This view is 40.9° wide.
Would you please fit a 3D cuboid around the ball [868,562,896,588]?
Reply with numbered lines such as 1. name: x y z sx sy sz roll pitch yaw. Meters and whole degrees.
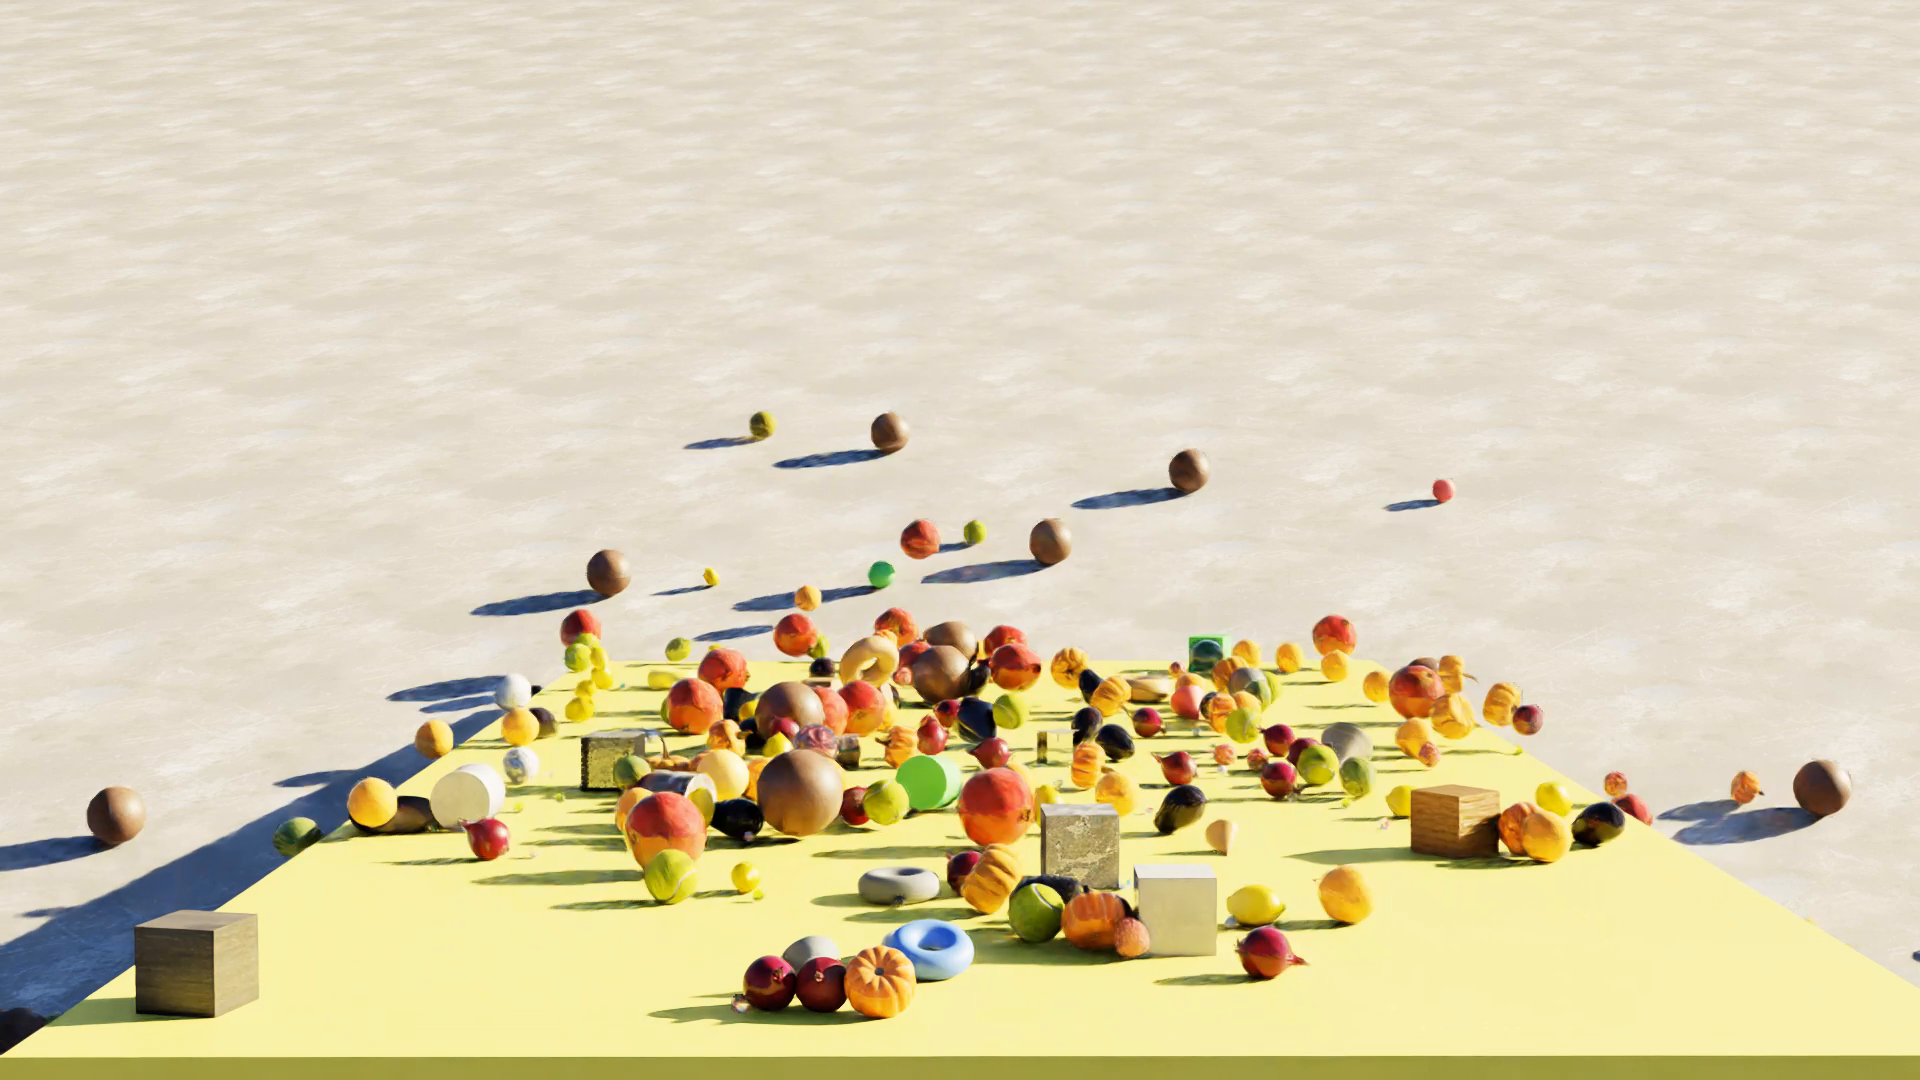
1. ball: -0.220 0.098 7.201 0.077 0.077 0.077 0 22 0

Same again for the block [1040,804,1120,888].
1. block: 0.161 0.412 3.465 0.098 0.098 0.098 0 3 -3

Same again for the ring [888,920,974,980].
1. ring: -0.033 0.462 2.899 0.097 0.032 0.097 4 24 -2

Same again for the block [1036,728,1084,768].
1. block: 0.179 0.373 4.615 0.061 0.061 0.061 -2 4 -38

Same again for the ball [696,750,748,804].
1. ball: -0.381 0.379 4.121 0.086 0.086 0.086 0 22 0

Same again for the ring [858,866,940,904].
1. ring: -0.080 0.450 3.348 0.109 0.036 0.109 -1 3 0

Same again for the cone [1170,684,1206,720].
1. cone: 0.481 0.351 5.299 0.077 0.077 0.077 -5 31 -13

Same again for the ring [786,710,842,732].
1. ring: -0.290 0.361 5.088 0.111 0.037 0.111 -1 4 0

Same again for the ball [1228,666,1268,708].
1. ball: 0.616 0.315 5.507 0.086 0.086 0.086 0 22 0

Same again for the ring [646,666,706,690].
1. ring: -0.649 0.317 5.890 0.138 0.046 0.138 -1 3 0

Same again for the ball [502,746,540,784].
1. ball: -0.750 0.384 4.388 0.063 0.063 0.063 0 22 0

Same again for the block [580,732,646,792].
1. block: -0.583 0.373 4.327 0.090 0.090 0.090 0 3 6

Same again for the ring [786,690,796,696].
1. ring: -0.347 0.342 5.522 0.094 0.031 0.094 -4 2 0

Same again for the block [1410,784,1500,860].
1. block: 0.712 0.404 3.698 0.090 0.090 0.090 -2 4 -39

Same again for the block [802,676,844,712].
1. block: -0.291 0.328 5.442 0.068 0.068 0.068 1 3 18

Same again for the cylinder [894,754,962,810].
1. cylinder: -0.049 0.383 4.067 0.086 0.086 0.086 7 -2 16

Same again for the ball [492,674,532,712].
1. ball: -0.945 0.322 5.423 0.082 0.082 0.082 0 22 0

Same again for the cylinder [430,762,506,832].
1. cylinder: -0.750 0.392 3.920 0.093 0.093 0.093 2 3 4

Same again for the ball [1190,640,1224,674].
1. ball: 0.596 0.282 6.187 0.083 0.083 0.083 0 22 0

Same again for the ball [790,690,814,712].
1. ball: -0.330 0.339 5.393 0.051 0.051 0.051 0 22 0

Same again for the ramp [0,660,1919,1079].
1. ramp: 0.051 0.457 4.533 2.000 0.100 4.000 0 3 0

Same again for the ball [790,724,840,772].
1. ball: -0.255 0.365 4.521 0.086 0.086 0.086 0 22 0

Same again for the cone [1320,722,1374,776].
1. cone: 0.665 0.386 4.511 0.097 0.097 0.097 9 33 22

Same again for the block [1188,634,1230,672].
1. block: 0.610 0.276 6.285 0.084 0.084 0.084 1 3 19

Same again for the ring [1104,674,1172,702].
1. ring: 0.393 0.326 5.656 0.150 0.050 0.150 1 2 0

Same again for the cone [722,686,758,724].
1. cone: -0.466 0.354 5.231 0.081 0.081 0.081 9 33 21

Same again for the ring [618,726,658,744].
1. ring: -0.618 0.374 4.927 0.083 0.028 0.083 -1 2 0

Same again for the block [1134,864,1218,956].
1. block: 0.253 0.437 3.039 0.092 0.092 0.092 0 3 0

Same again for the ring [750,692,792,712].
1. ring: -0.412 0.341 5.419 0.124 0.041 0.124 1 -2 0

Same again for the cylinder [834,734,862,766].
1. cylinder: -0.211 0.376 4.601 0.056 0.056 0.056 9 18 -22

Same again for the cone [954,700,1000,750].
1. cone: 0.049 0.370 4.855 0.095 0.095 0.095 -9 33 -21

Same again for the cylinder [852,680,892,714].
1. cylinder: -0.182 0.325 5.359 0.065 0.065 0.065 -15 18 15

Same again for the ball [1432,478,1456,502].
1. ball: 1.475 -0.153 7.837 0.070 0.070 0.070 0 22 0

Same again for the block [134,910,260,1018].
1. block: -0.814 0.452 2.745 0.093 0.093 0.093 1 3 14

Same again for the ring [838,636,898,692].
1. ring: -0.188 0.254 5.267 0.134 0.134 0.045 -12 43 -28

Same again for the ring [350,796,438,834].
1. ring: -0.859 0.417 3.907 0.135 0.045 0.135 1 3 0

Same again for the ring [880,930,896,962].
1. ring: -0.044 0.470 2.976 0.098 0.033 0.098 -1 4 0

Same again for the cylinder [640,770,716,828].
1. cylinder: -0.431 0.396 3.929 0.084 0.084 0.084 2 20 31

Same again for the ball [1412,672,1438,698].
1. ball: 1.028 0.320 5.678 0.057 0.057 0.057 0 22 0

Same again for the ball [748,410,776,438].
1. ball: -0.641 -0.375 8.363 0.091 0.091 0.091 0 22 0
